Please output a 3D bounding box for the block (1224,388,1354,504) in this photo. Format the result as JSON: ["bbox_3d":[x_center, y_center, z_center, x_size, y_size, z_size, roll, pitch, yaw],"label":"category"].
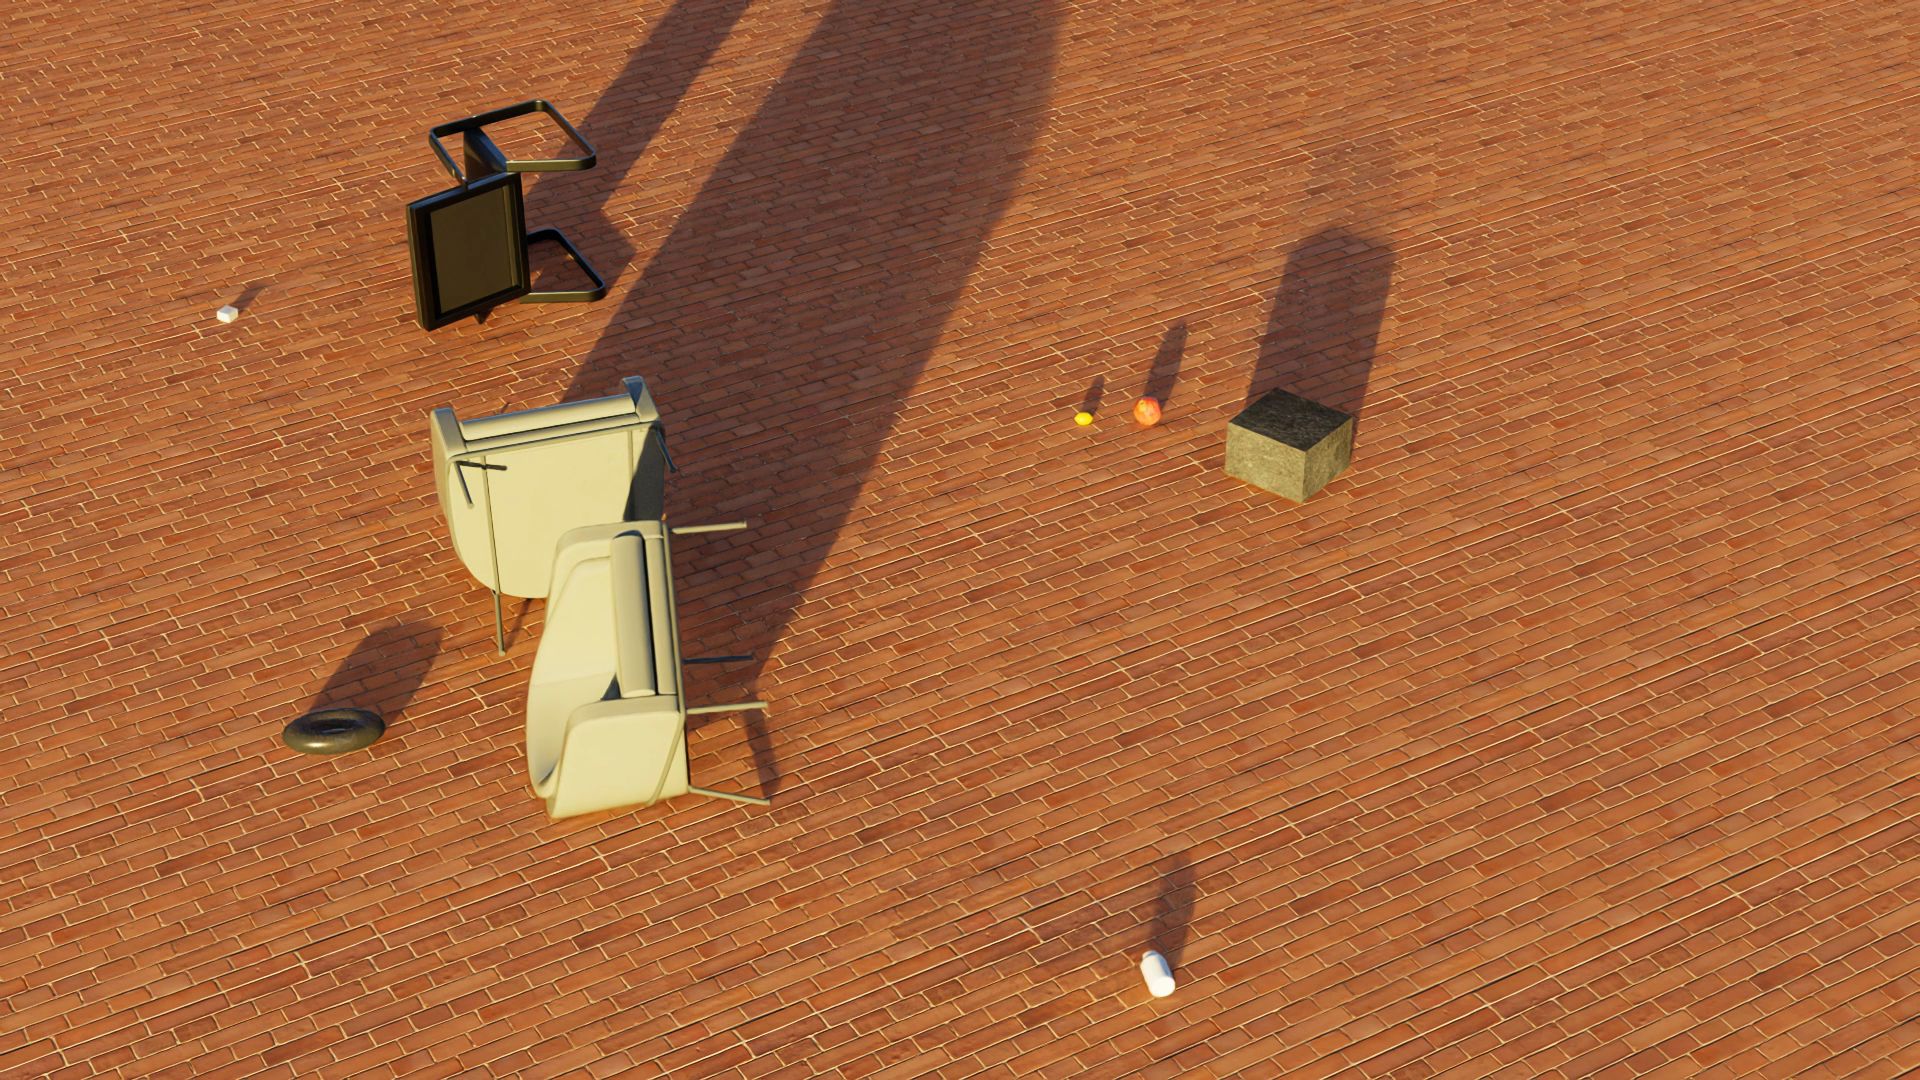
[{"bbox_3d":[1.266,-0.366,11.290,0.353,0.231,0.334,24,40,32],"label":"block"}]

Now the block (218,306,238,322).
[{"bbox_3d":[-3.086,-0.953,12.356,0.059,0.037,0.059,16,37,23],"label":"block"}]

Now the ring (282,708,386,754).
[{"bbox_3d":[-2.112,0.646,9.892,0.345,0.082,0.196,-6,35,-10],"label":"ring"}]
